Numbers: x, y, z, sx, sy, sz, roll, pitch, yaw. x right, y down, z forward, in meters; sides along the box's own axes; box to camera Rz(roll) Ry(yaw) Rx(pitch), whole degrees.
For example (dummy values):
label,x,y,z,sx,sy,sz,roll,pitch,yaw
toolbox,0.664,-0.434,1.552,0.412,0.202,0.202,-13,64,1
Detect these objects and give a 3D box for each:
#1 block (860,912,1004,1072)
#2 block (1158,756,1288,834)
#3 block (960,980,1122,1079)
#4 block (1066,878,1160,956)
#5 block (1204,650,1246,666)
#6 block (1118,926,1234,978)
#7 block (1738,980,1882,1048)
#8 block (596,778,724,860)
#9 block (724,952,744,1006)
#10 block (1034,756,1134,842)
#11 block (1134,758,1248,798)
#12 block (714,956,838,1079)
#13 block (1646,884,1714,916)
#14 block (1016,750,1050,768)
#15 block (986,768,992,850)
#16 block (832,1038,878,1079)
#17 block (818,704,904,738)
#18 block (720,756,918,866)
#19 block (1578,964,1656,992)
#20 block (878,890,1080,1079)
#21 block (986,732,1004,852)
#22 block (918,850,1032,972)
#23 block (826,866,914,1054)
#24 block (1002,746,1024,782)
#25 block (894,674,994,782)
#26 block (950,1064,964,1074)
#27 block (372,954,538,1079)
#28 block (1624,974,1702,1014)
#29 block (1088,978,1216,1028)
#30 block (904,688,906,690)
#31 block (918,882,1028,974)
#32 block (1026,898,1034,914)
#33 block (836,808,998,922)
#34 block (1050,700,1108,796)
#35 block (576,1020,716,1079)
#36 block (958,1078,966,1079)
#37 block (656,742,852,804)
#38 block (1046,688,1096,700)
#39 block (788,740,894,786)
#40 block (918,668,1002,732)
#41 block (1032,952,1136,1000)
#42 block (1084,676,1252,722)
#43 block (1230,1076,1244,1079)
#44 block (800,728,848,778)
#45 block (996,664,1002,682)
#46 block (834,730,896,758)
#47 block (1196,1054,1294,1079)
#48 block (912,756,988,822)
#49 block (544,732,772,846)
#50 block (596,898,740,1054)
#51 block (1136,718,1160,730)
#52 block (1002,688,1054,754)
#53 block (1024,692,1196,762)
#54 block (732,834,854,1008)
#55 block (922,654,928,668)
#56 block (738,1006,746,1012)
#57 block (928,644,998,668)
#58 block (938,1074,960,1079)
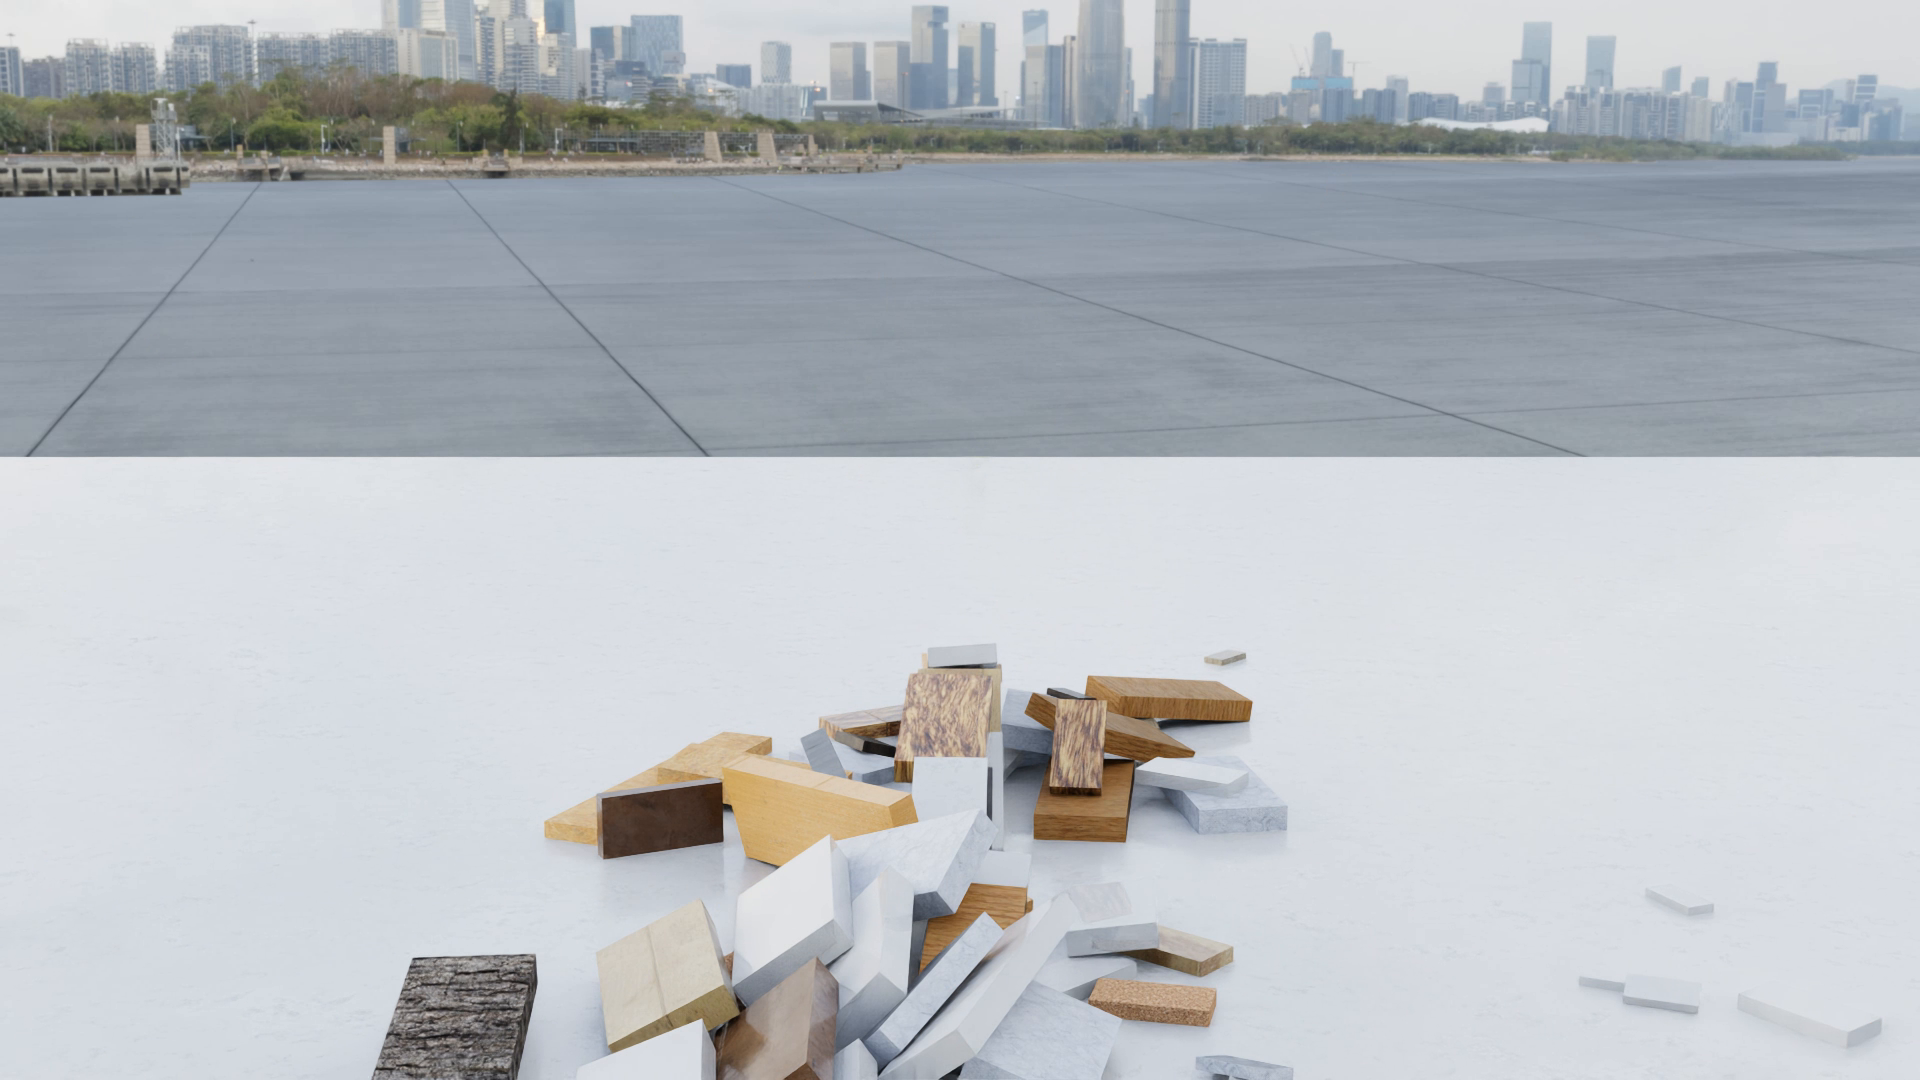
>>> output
label,x,y,z,sx,sy,sz,roll,pitch,yaw
block,-0.058,0.623,2.956,0.040,0.143,0.285,45,38,5
block,0.488,0.478,4.144,0.165,0.047,0.330,-2,11,-9
block,0.109,0.673,2.896,0.164,0.047,0.328,22,11,8
block,0.239,0.589,3.446,0.138,0.039,0.276,-7,4,5
block,0.637,0.282,5.285,0.051,0.015,0.103,9,14,41
block,0.324,0.629,3.390,0.174,0.025,0.087,9,14,40
block,1.212,0.676,3.139,0.086,0.024,0.173,-8,13,-36
block,-0.530,0.492,3.892,0.222,0.111,0.031,-5,12,-26
block,-0.291,0.642,3.302,0.113,0.032,0.227,6,12,30
block,0.236,0.483,4.118,0.165,0.047,0.371,1,11,7
block,0.434,0.445,4.122,0.190,0.027,0.095,6,12,31
block,-0.245,0.670,2.837,0.175,0.049,0.349,-37,9,5
block,1.184,0.592,3.619,0.052,0.015,0.104,-4,11,-22
block,0.125,0.441,4.432,0.103,0.015,0.051,-6,12,-31
block,-0.008,0.488,3.804,0.127,0.036,0.254,0,34,1
block,-0.169,0.717,2.669,0.143,0.040,0.285,-35,10,4
block,-0.175,0.389,4.667,0.222,0.031,0.111,-6,12,-30
block,-0.226,0.478,3.669,0.049,0.173,0.473,-25,19,-36
block,0.980,0.656,3.275,0.104,0.015,0.052,5,12,24
block,0.031,0.604,2.938,0.143,0.040,0.456,-38,-1,24
block,-0.002,0.459,3.919,0.157,0.044,0.314,0,34,1
block,0.026,0.573,3.352,0.138,0.039,0.276,5,30,6
block,-0.146,0.600,3.085,0.049,0.175,0.349,42,12,-10
block,0.021,0.419,4.351,0.187,0.027,0.094,17,34,22
block,-0.026,0.339,3.980,0.157,0.044,0.314,2,26,3
block,0.017,0.719,2.928,0.062,0.017,0.123,0,11,2
block,-0.680,0.670,2.979,0.174,0.049,0.348,-1,18,-4
block,1.023,0.660,3.204,0.104,0.015,0.052,4,30,21
block,0.279,0.668,3.180,0.174,0.025,0.087,3,11,13
block,-0.032,0.316,4.487,0.131,0.037,0.262,-3,-4,-8
block,0.018,0.605,3.218,0.138,0.039,0.276,4,30,5
block,0.043,0.558,3.469,0.071,0.020,0.142,-12,23,-35
block,-0.115,0.519,3.380,0.346,0.049,0.173,-19,27,39
block,0.222,0.386,4.104,0.095,0.027,0.190,1,54,8
block,-0.392,0.713,2.714,0.174,0.049,0.348,-21,12,-2
block,0.077,0.733,2.557,0.164,0.047,0.328,10,12,-3
block,-0.387,0.456,4.162,0.330,0.047,0.165,9,13,14
block,0.239,0.336,4.724,0.051,0.015,0.103,4,7,-40
block,-0.226,0.446,4.360,0.111,0.031,0.222,-10,14,-43
block,-0.002,0.384,4.093,0.157,0.044,0.314,0,54,0
block,0.173,0.651,3.272,0.087,0.025,0.174,10,15,44
block,0.450,0.342,4.744,0.321,0.046,0.161,4,11,-23
block,0.430,0.731,2.843,0.173,0.024,0.086,3,11,13
block,-0.207,0.461,3.878,0.049,0.173,0.346,-25,14,-5
block,0.001,0.284,4.612,0.131,0.037,0.262,-2,-4,-9
block,-0.190,0.413,4.452,0.077,0.022,0.154,15,-3,-24
block,0.378,0.703,2.924,0.059,0.017,0.119,9,-8,-42
block,-0.019,0.457,3.717,0.127,0.036,0.254,1,31,1
block,-0.566,0.470,4.230,0.111,0.031,0.656,5,11,23
block,-0.421,0.629,3.133,0.174,0.049,0.348,-27,15,-6
block,0.353,0.387,4.677,0.111,0.031,0.222,-1,11,-4
block,0.166,0.373,4.518,0.161,0.046,0.465,9,5,3
block,0.296,0.378,4.316,0.321,0.046,0.161,18,7,-40
block,-0.248,0.563,3.260,0.175,0.049,0.376,-34,11,2
block,-0.016,0.343,4.701,0.111,0.031,0.436,0,21,-4
block,-0.161,0.677,3.152,0.319,0.017,0.059,-2,11,-10
block,0.003,0.246,4.303,0.131,0.037,0.262,-4,-12,-2
block,-0.051,0.775,2.546,0.164,0.047,0.644,1,11,8
